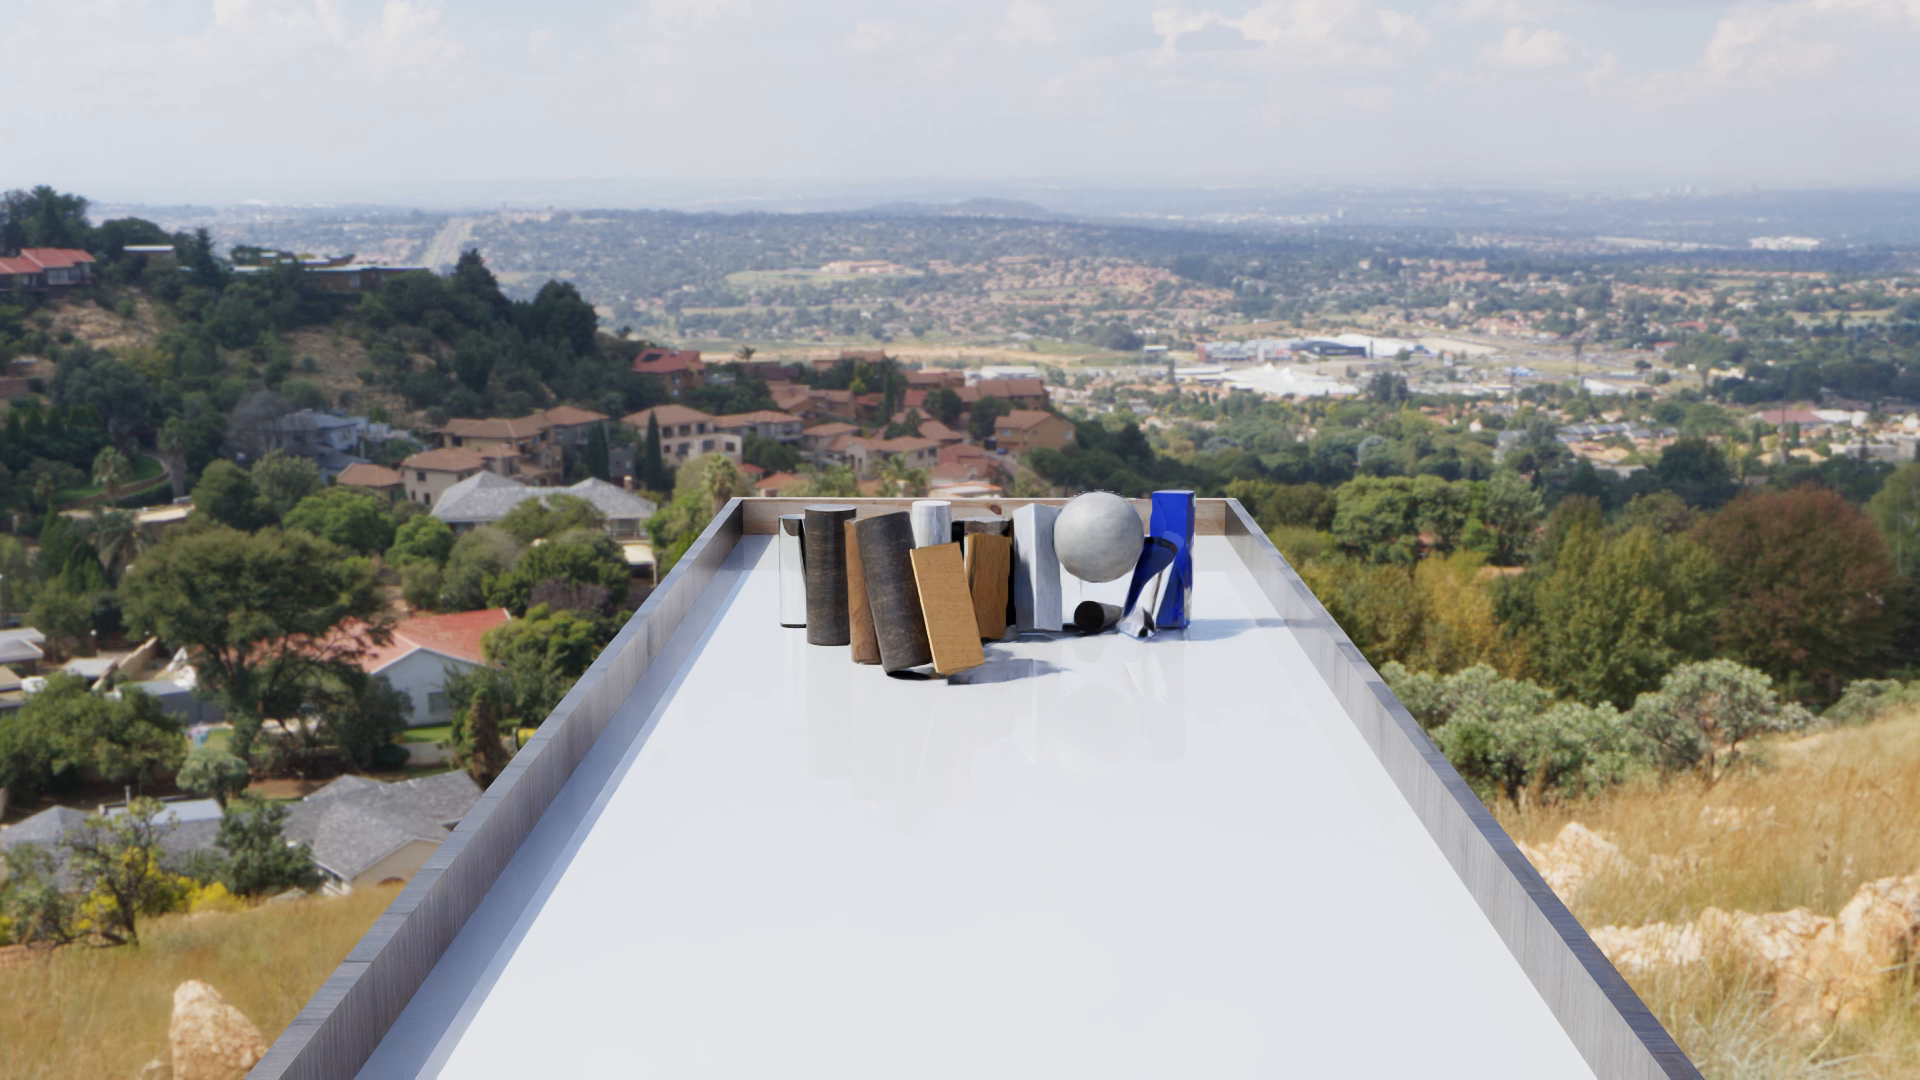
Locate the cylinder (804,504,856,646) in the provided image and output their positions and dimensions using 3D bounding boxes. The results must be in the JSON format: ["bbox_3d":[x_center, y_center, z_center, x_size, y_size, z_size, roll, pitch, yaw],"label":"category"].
[{"bbox_3d":[-0.407,0.110,6.949,0.162,0.429,0.162,0,9,0],"label":"cylinder"}]

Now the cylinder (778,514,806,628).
[{"bbox_3d":[-0.535,0.102,7.212,0.116,0.362,0.116,0,9,0],"label":"cylinder"}]

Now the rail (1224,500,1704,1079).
[{"bbox_3d":[1.046,0.843,3.208,0.050,0.150,12.000,0,9,1],"label":"rail"}]

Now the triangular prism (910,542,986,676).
[{"bbox_3d":[-0.051,0.208,6.457,0.150,0.368,0.130,-9,-12,-17],"label":"triangular prism"}]

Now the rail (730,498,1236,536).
[{"bbox_3d":[0.099,-0.098,9.147,2.100,0.150,0.050,0,9,1],"label":"rail"}]

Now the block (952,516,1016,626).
[{"bbox_3d":[0.075,0.105,7.187,0.166,0.348,0.166,4,7,39],"label":"block"}]

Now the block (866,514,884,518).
[{"bbox_3d":[-0.247,0.102,7.206,0.105,0.364,0.105,3,9,16],"label":"block"}]

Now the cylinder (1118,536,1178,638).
[{"bbox_3d":[0.602,0.150,7.047,0.117,0.306,0.117,16,-21,6],"label":"cylinder"}]

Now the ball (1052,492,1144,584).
[{"bbox_3d":[0.444,-0.008,7.032,0.294,0.294,0.294,0,9,0],"label":"ball"}]

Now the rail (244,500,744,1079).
[{"bbox_3d":[-1.004,0.839,3.234,0.050,0.150,12.000,0,9,1],"label":"rail"}]

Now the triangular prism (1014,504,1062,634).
[{"bbox_3d":[0.229,0.097,7.090,0.128,0.401,0.147,-8,-11,36],"label":"triangular prism"}]

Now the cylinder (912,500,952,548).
[{"bbox_3d":[-0.088,0.104,6.934,0.122,0.445,0.122,0,9,0],"label":"cylinder"}]

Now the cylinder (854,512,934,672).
[{"bbox_3d":[-0.187,0.154,6.499,0.167,0.453,0.167,-12,-3,-1],"label":"cylinder"}]

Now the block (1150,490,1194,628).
[{"bbox_3d":[0.692,0.061,7.206,0.118,0.438,0.118,3,6,17],"label":"block"}]

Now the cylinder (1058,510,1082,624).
[{"bbox_3d":[0.334,0.087,7.211,0.132,0.373,0.132,-1,-1,0],"label":"cylinder"}]

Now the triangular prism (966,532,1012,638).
[{"bbox_3d":[0.059,0.146,7.020,0.143,0.327,0.123,7,-4,-41],"label":"triangular prism"}]

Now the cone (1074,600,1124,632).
[{"bbox_3d":[0.512,0.243,7.312,0.103,0.103,0.437,4,3,26],"label":"cone"}]

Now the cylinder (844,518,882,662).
[{"bbox_3d":[-0.269,0.151,6.677,0.144,0.422,0.144,-3,5,0],"label":"cylinder"}]
